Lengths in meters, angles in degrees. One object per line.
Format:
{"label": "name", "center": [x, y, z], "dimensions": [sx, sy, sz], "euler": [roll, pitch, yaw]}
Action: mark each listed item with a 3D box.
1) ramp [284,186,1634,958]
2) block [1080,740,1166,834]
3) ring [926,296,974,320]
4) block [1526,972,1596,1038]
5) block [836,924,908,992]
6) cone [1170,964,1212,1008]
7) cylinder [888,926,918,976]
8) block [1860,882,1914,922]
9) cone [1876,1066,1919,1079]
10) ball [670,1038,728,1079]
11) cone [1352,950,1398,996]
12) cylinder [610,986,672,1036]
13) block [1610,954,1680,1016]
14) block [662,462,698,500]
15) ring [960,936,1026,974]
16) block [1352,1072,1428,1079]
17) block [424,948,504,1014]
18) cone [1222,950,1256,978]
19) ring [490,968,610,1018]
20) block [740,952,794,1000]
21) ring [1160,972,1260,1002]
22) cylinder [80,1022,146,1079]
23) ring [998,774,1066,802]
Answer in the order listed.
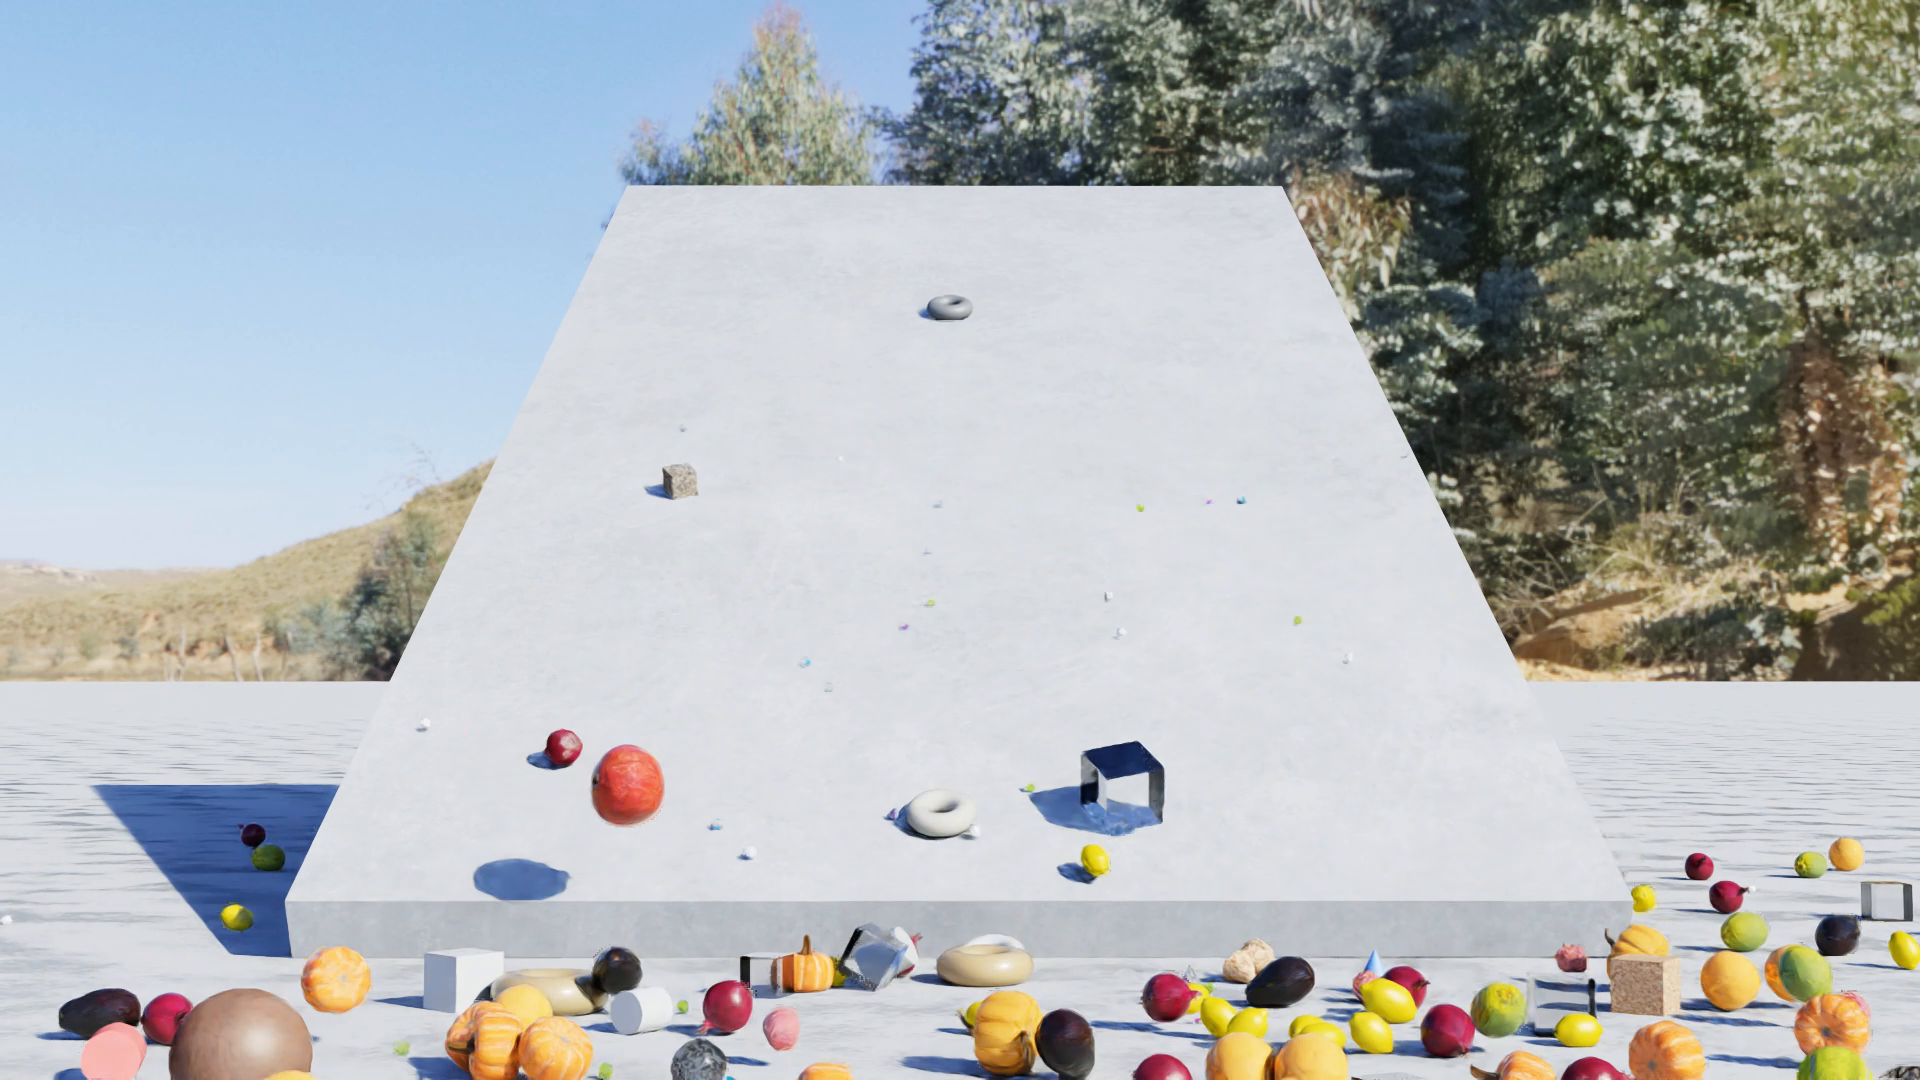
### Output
{"label": "ramp", "center": [-0.008, -0.228, 5.293], "dimensions": [2.000, 0.100, 4.000], "euler": [0, 24, 0]}
{"label": "block", "center": [0.255, 0.389, 3.654], "dimensions": [0.098, 0.098, 0.098], "euler": [-9, 25, -19]}
{"label": "ring", "center": [-0.026, -0.595, 5.951], "dimensions": [0.120, 0.040, 0.120], "euler": [-1, 25, 0]}
{"label": "block", "center": [0.711, 0.549, 2.748], "dimensions": [0.069, 0.069, 0.069], "euler": [0, -3, 5]}
{"label": "block", "center": [-0.118, 0.564, 3.143], "dimensions": [0.063, 0.063, 0.063], "euler": [28, 5, 16]}
{"label": "cone", "center": [0.296, 0.571, 2.985], "dimensions": [0.054, 0.054, 0.054], "euler": [0, -3, 0]}
{"label": "cylinder", "center": [-0.098, 0.571, 3.199], "dimensions": [0.057, 0.057, 0.057], "euler": [-30, -11, 12]}
{"label": "block", "center": [1.606, 0.626, 4.028], "dimensions": [0.064, 0.064, 0.064], "euler": [0, -3, -1]}
{"label": "cone", "center": [0.875, 0.531, 2.134], "dimensions": [0.075, 0.075, 0.075], "euler": [-1, -30, 22]}
{"label": "ball", "center": [-0.263, 0.532, 2.344], "dimensions": [0.056, 0.056, 0.056], "euler": [0, -3, 0]}
{"label": "cone", "center": [0.553, 0.574, 3.097], "dimensions": [0.060, 0.060, 0.060], "euler": [0, -3, 0]}
{"label": "cylinder", "center": [-0.378, 0.558, 2.758], "dimensions": [0.052, 0.052, 0.052], "euler": [-2, -4, 36]}
{"label": "block", "center": [0.864, 0.561, 2.931], "dimensions": [0.067, 0.067, 0.067], "euler": [-2, -4, 35]}
{"label": "block", "center": [-0.585, -0.123, 4.862], "dimensions": [0.055, 0.055, 0.055], "euler": [-11, 26, -24]}
{"label": "ring", "center": [0.047, 0.592, 3.316], "dimensions": [0.093, 0.031, 0.093], "euler": [-4, 15, 1]}
{"label": "block", "center": [0.396, 0.519, 2.118], "dimensions": [0.056, 0.056, 0.056], "euler": [2, -4, -26]}
{"label": "block", "center": [-0.632, 0.560, 2.958], "dimensions": [0.071, 0.071, 0.071], "euler": [-3, -5, 43]}
{"label": "cone", "center": [0.394, 0.598, 3.187], "dimensions": [0.051, 0.051, 0.051], "euler": [2, 26, -33]}
{"label": "ring", "center": [-0.516, 0.570, 2.929], "dimensions": [0.149, 0.050, 0.149], "euler": [0, -4, 0]}
{"label": "block", "center": [-0.255, 0.576, 3.075], "dimensions": [0.054, 0.054, 0.054], "euler": [-1, -4, 20]}
{"label": "ring", "center": [0.331, 0.601, 3.084], "dimensions": [0.135, 0.045, 0.135], "euler": [-3, -7, 0]}
{"label": "cylinder", "center": [-0.879, 0.535, 2.415], "dimensions": [0.058, 0.058, 0.058], "euler": [1, -3, -14]}
{"label": "ring", "center": [0.116, 0.397, 3.729], "dimensions": [0.112, 0.037, 0.112], "euler": [-6, -8, -1]}
